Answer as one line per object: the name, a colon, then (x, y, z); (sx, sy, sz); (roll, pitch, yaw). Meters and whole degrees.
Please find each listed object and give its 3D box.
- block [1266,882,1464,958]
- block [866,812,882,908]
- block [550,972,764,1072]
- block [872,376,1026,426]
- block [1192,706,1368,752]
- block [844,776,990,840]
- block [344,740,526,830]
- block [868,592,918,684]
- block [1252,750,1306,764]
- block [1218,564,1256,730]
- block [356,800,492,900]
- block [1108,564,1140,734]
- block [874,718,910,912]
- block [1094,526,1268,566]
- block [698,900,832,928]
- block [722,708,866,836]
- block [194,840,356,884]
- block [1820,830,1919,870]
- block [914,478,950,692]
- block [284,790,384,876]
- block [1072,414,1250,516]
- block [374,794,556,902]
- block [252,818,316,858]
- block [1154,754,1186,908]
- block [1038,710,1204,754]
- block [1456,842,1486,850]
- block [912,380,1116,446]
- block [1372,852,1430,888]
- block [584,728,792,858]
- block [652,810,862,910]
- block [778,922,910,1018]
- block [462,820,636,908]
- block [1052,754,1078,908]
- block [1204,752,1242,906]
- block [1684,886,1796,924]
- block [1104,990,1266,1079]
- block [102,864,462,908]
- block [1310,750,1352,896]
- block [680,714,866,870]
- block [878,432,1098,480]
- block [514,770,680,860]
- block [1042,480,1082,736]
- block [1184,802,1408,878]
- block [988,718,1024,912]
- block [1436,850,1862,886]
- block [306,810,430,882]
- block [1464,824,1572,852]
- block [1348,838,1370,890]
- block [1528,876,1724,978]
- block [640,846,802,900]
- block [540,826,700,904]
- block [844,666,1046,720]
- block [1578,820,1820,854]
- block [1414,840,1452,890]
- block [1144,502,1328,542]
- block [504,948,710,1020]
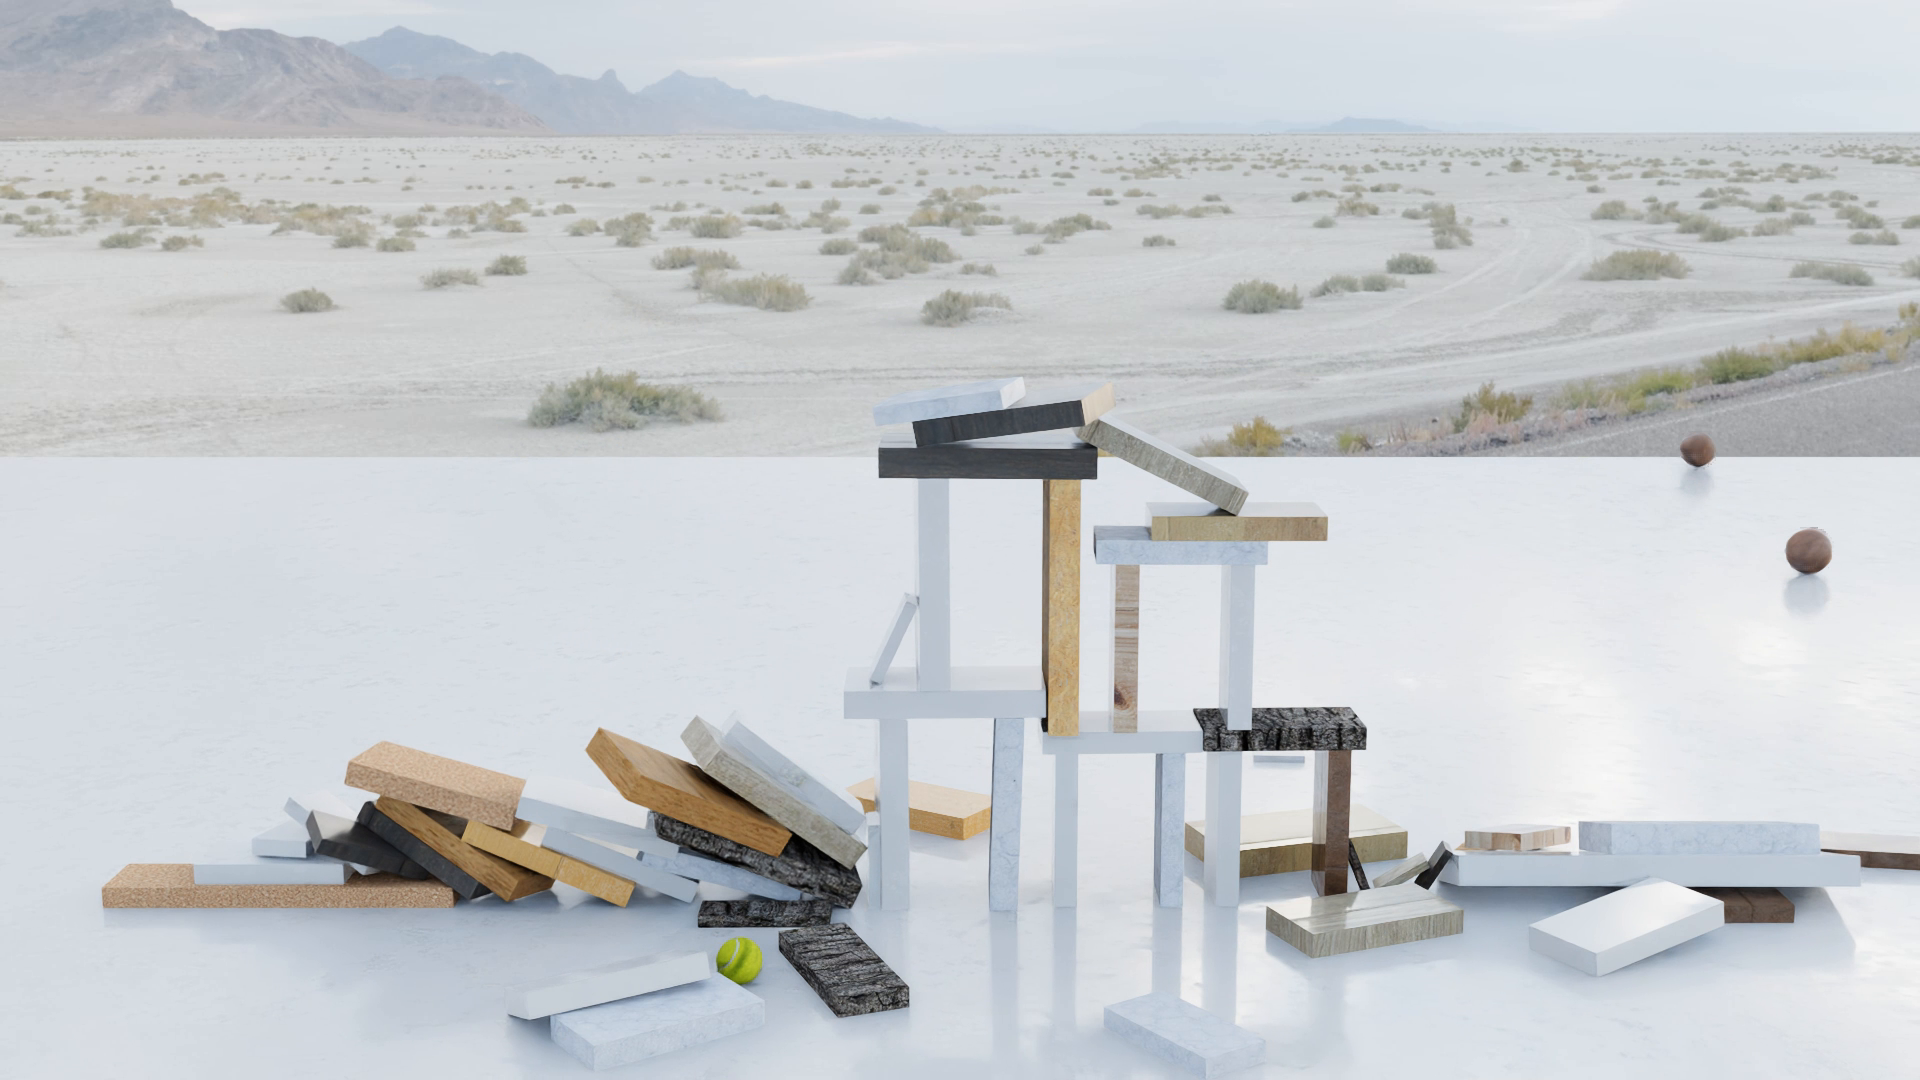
block: (0.642, 0.603, 3.493); (0.278, 0.039, 0.139); (-4, 11, -23)
block: (-0.143, 0.527, 3.619); (0.020, 0.142, 0.071); (-2, 11, -6)
block: (-0.425, 0.676, 3.100); (0.267, 0.038, 0.134); (-8, 13, -35)
block: (-0.017, -0.219, 3.474); (0.218, 0.031, 0.109); (-6, 13, 22)
block: (0.524, 0.311, 3.620); (0.265, 0.037, 0.132); (0, 11, -2)
block: (-0.073, 0.494, 4.077); (0.287, 0.041, 0.144); (7, 13, 33)
block: (-0.853, 0.405, 3.643); (0.288, 0.041, 0.144); (15, 10, 5)
block: (-0.109, 0.159, 3.585); (0.020, 0.142, 0.071); (24, 8, -8)
block: (0.645, 0.437, 4.455); (0.103, 0.015, 0.051); (1, 11, 4)
block: (0.451, 0.160, 3.585); (0.039, 0.272, 0.136); (0, 11, 0)
block: (-0.872, 0.509, 3.664); (0.245, 0.035, 0.122); (31, 10, 15)
block: (0.267, 0.163, 3.585); (0.039, 0.277, 0.136); (0, 11, 0)
block: (-0.114, 0.431, 3.638); (0.046, 0.324, 0.162); (-2, 11, -6)
block: (0.354, 0.008, 3.555); (0.272, 0.039, 0.136); (0, 11, 1)
block: (-0.314, 0.603, 3.545); (0.210, 0.020, 0.071); (0, 11, 0)
block: (-0.277, 0.384, 3.657); (0.267, 0.038, 0.134); (38, 0, -8)
block: (-1.134, 0.537, 3.667); (0.245, 0.035, 0.122); (0, 11, 0)
block: (1.582, 0.542, 3.846); (0.206, 0.029, 0.103); (2, 11, 11)
block: (-0.046, 0.057, 3.567); (0.049, 0.344, 0.172); (-1, 11, -4)
block: (-1.029, 0.489, 3.680); (0.193, 0.027, 0.097); (33, 13, 20)
block: (0.318, -0.133, 3.533); (0.287, 0.041, 0.144); (26, 10, -6)
block: (-0.818, 0.495, 3.662); (0.288, 0.041, 0.144); (31, 10, 16)
block: (-1.103, 0.496, 3.718); (0.097, 0.027, 0.193); (1, 7, 12)
block: (0.347, 0.462, 3.645); (0.037, 0.260, 0.130); (0, 11, 0)
block: (0.261, 0.316, 3.620); (0.260, 0.037, 0.130); (0, 11, -2)
block: (0.900, 0.548, 3.857); (0.051, 0.015, 0.103); (6, 12, 31)
block: (0.085, -0.199, 3.458); (0.287, 0.041, 0.144); (-6, 13, 25)
block: (0.736, 0.557, 3.669); (0.097, 0.014, 0.049); (-32, 6, 10)
block: (-0.428, 0.400, 3.482); (0.319, 0.045, 0.159); (29, 5, -40)
block: (-0.336, 0.497, 3.617); (0.345, 0.045, 0.159); (23, 10, -17)
block: (-0.177, 0.643, 3.301); (0.109, 0.031, 0.288); (-4, 11, -21)
block: (-0.672, 0.515, 3.658); (0.288, 0.041, 0.144); (23, 10, -4)
block: (0.173, 0.462, 3.645); (0.037, 0.260, 0.130); (0, 11, 0)
block: (0.436, 0.459, 3.649); (0.037, 0.265, 0.132); (0, 11, -2)
block: (1.236, 0.592, 3.580); (0.206, 0.029, 0.103); (0, 11, 0)
block: (0.311, 0.687, 3.062); (0.109, 0.031, 0.218); (-7, 13, -34)
block: (-1.117, 0.574, 3.658); (0.574, 0.035, 0.122); (0, 11, 0)
block: (0.616, 0.459, 3.649); (0.037, 0.265, 0.132); (0, 11, 0)
block: (-0.306, 0.414, 3.607); (0.319, 0.045, 0.159); (38, 0, -26)
block: (0.045, -0.135, 3.530); (0.344, 0.049, 0.172); (0, 11, 1)
block: (-0.584, 0.448, 3.591); (0.265, 0.037, 0.132); (16, 10, -7)
block: (0.163, 0.094, 3.573); (0.049, 0.417, 0.172); (0, 11, -2)
block: (0.590, 0.528, 3.870); (0.347, 0.049, 0.174); (-4, 11, -19)
block: (0.076, 0.431, 3.637); (0.046, 0.324, 0.162); (2, 11, 0)
block: (1.135, 0.545, 3.651); (0.649, 0.049, 0.174); (0, -6, 0)
block: (-0.970, 0.502, 3.611); (0.194, 0.027, 0.097); (22, 11, -32)
block: (0.975, 0.518, 3.837); (0.103, 0.029, 0.206); (-2, -4, 39)
block: (0.659, 0.544, 3.657); (0.014, 0.097, 0.049); (-22, 10, 3)
block: (1.039, 0.600, 3.425); (0.278, 0.039, 0.139); (-13, 16, -29)
block: (-0.393, 0.534, 3.661); (0.265, 0.037, 0.132); (15, 11, -7)
block: (-0.559, 0.519, 3.668); (0.265, 0.037, 0.132); (23, 10, -6)
block: (-0.025, 0.249, 3.602); (0.324, 0.046, 0.162); (0, 11, 0)
block: (1.242, 0.501, 3.708); (0.347, 0.049, 0.174); (0, -6, -2)
block: (0.782, 0.548, 3.647); (0.014, 0.097, 0.049); (31, 12, -1)
block: (0.443, -0.030, 3.546); (0.278, 0.039, 0.139); (0, 11, 0)
block: (-0.509, 0.638, 3.167); (0.267, 0.038, 0.134); (-8, -4, -25)
